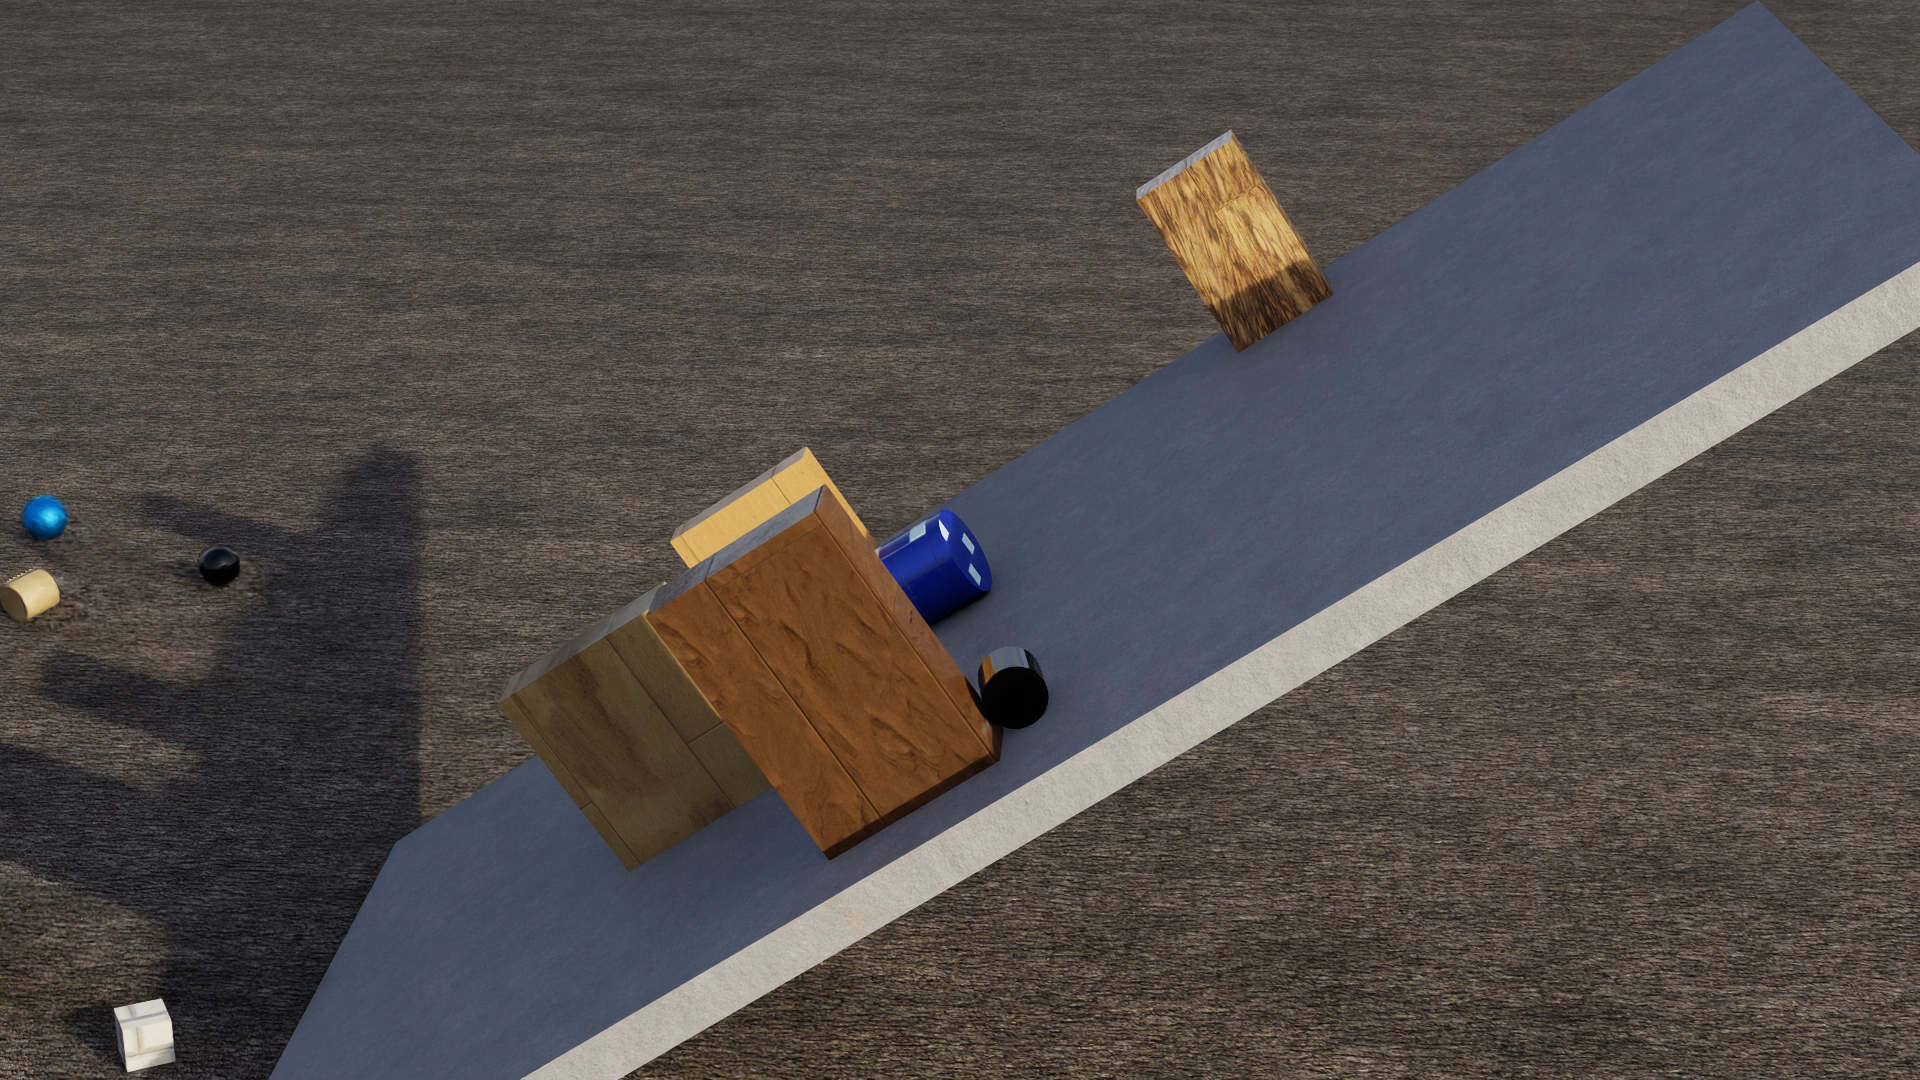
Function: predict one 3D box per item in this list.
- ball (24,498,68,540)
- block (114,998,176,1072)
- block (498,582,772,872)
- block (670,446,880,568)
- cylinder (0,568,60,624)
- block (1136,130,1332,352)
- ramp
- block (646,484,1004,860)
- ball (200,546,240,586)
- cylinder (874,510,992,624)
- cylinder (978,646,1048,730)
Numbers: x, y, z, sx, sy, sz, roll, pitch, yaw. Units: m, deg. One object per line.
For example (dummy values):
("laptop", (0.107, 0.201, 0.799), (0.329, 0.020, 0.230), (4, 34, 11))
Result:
("ball", (-3.116, -0.072, 10.023), (0.144, 0.144, 0.144), (0, 21, 0))
("block", (-1.898, 1.152, 6.845), (0.110, 0.110, 0.110), (-10, 23, -24))
("block", (-0.666, 0.399, 6.253), (0.411, 0.468, 0.140), (-32, 16, 14))
("block", (-0.366, 0.077, 6.602), (0.362, 0.456, 0.085), (-32, 16, 14))
("cylinder", (-2.959, 0.178, 9.358), (0.129, 0.129, 0.129), (14, 33, 33))
("block", (0.635, -0.690, 6.805), (0.258, 0.435, 0.106), (-32, 16, 14))
("ramp", (0.138, 0.172, 6.300), (4.000, 0.100, 2.000), (-32, 16, 14))
("block", (-0.250, 0.253, 5.551), (0.392, 0.597, 0.141), (-32, 16, 14))
("ball", (-2.422, 0.085, 9.626), (0.130, 0.130, 0.130), (0, 21, 0))
("cylinder", (-0.071, 0.071, 6.471), (0.204, 0.204, 0.204), (-30, 13, 19))
("cylinder", (0.101, 0.282, 5.618), (0.125, 0.125, 0.125), (-1, 16, -4))
